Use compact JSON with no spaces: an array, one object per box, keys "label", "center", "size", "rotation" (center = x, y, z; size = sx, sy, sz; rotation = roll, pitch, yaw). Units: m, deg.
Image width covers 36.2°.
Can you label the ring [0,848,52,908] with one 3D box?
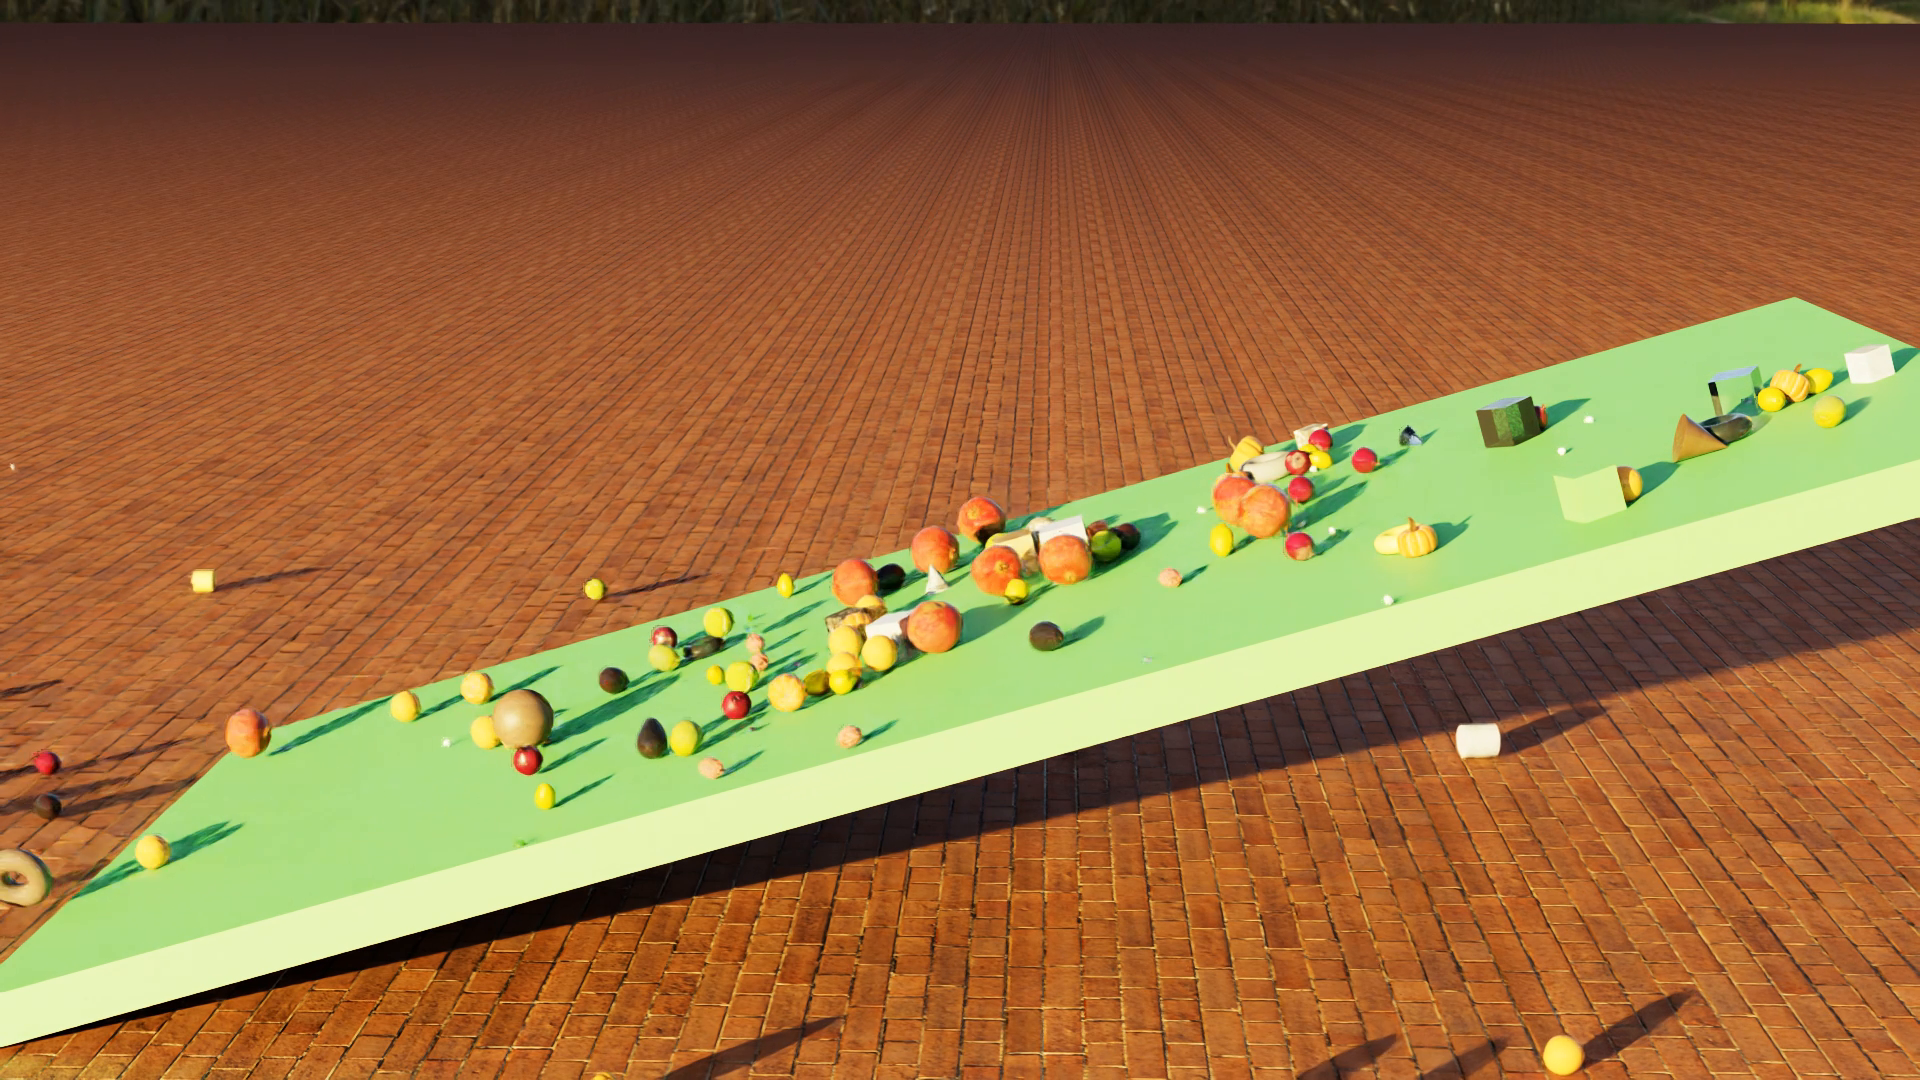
[{"label":"ring","center":[-1.931,0.693,6.034],"size":[0.141,0.141,0.047],"rotation":[1,33,6]}]

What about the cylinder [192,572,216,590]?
[{"label":"cylinder","center":[-2.498,0.137,9.720],"size":[0.062,0.062,0.062],"rotation":[0,11,0]}]

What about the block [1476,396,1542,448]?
[{"label":"block","center":[1.194,-0.256,6.401],"size":[0.087,0.087,0.087],"rotation":[-23,12,-33]}]

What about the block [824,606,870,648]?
[{"label":"block","center":[-0.239,0.188,6.366],"size":[0.068,0.068,0.068],"rotation":[-24,12,-36]}]

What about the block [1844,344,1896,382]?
[{"label":"block","center":[1.843,-0.357,5.957],"size":[0.062,0.062,0.062],"rotation":[-20,10,-20]}]

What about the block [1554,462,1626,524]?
[{"label":"block","center":[1.178,-0.089,5.498],"size":[0.087,0.087,0.087],"rotation":[-19,10,-12]}]

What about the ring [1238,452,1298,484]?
[{"label":"ring","center":[0.715,-0.168,6.821],"size":[0.146,0.049,0.146],"rotation":[-15,10,3]}]

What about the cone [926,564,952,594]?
[{"label":"cone","center":[-0.057,0.084,6.659],"size":[0.063,0.063,0.063],"rotation":[-16,10,3]}]

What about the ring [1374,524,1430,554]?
[{"label":"ring","center":[0.857,-0.003,5.698],"size":[0.110,0.037,0.110],"rotation":[-17,9,3]}]

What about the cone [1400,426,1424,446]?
[{"label":"cone","center":[1.035,-0.227,6.693],"size":[0.050,0.050,0.050],"rotation":[27,25,36]}]

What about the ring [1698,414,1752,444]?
[{"label":"ring","center":[1.499,-0.216,5.801],"size":[0.127,0.042,0.127],"rotation":[-17,8,3]}]

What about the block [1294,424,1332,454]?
[{"label":"block","center":[0.839,-0.240,6.985],"size":[0.058,0.058,0.058],"rotation":[-21,11,-24]}]

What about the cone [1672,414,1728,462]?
[{"label":"cone","center":[1.450,-0.189,5.731],"size":[0.098,0.098,0.098],"rotation":[11,11,2]}]

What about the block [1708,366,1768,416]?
[{"label":"block","center":[1.584,-0.298,5.988],"size":[0.085,0.085,0.085],"rotation":[-11,11,30]}]

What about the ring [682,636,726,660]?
[{"label":"ring","center":[-0.585,0.246,6.724],"size":[0.102,0.034,0.102],"rotation":[-17,11,3]}]

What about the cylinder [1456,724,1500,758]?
[{"label":"cylinder","center":[1.344,0.520,7.623],"size":[0.087,0.087,0.087],"rotation":[-2,11,-10]}]

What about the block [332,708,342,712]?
[{"label":"block","center":[-1.635,0.493,7.804],"size":[0.074,0.074,0.074],"rotation":[3,11,14]}]

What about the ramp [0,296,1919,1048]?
[{"label":"ramp","center":[0.090,0.187,6.320],"size":[4.000,0.100,2.000],"rotation":[-16,10,5]}]

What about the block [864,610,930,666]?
[{"label":"block","center":[-0.129,0.201,6.064],"size":[0.085,0.085,0.085],"rotation":[-10,12,33]}]

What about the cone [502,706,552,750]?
[{"label":"cone","center":[-0.909,0.417,6.277],"size":[0.099,0.099,0.099],"rotation":[20,19,26]}]

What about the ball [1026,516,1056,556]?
[{"label":"ball","center":[0.190,-0.009,6.683],"size":[0.090,0.090,0.090],"rotation":[0,11,0]}]

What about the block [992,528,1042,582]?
[{"label":"block","center":[0.126,0.033,6.566],"size":[0.087,0.087,0.087],"rotation":[-16,10,1]}]

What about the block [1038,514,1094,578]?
[{"label":"block","center":[0.234,0.013,6.464],"size":[0.099,0.099,0.099],"rotation":[-16,10,4]}]
